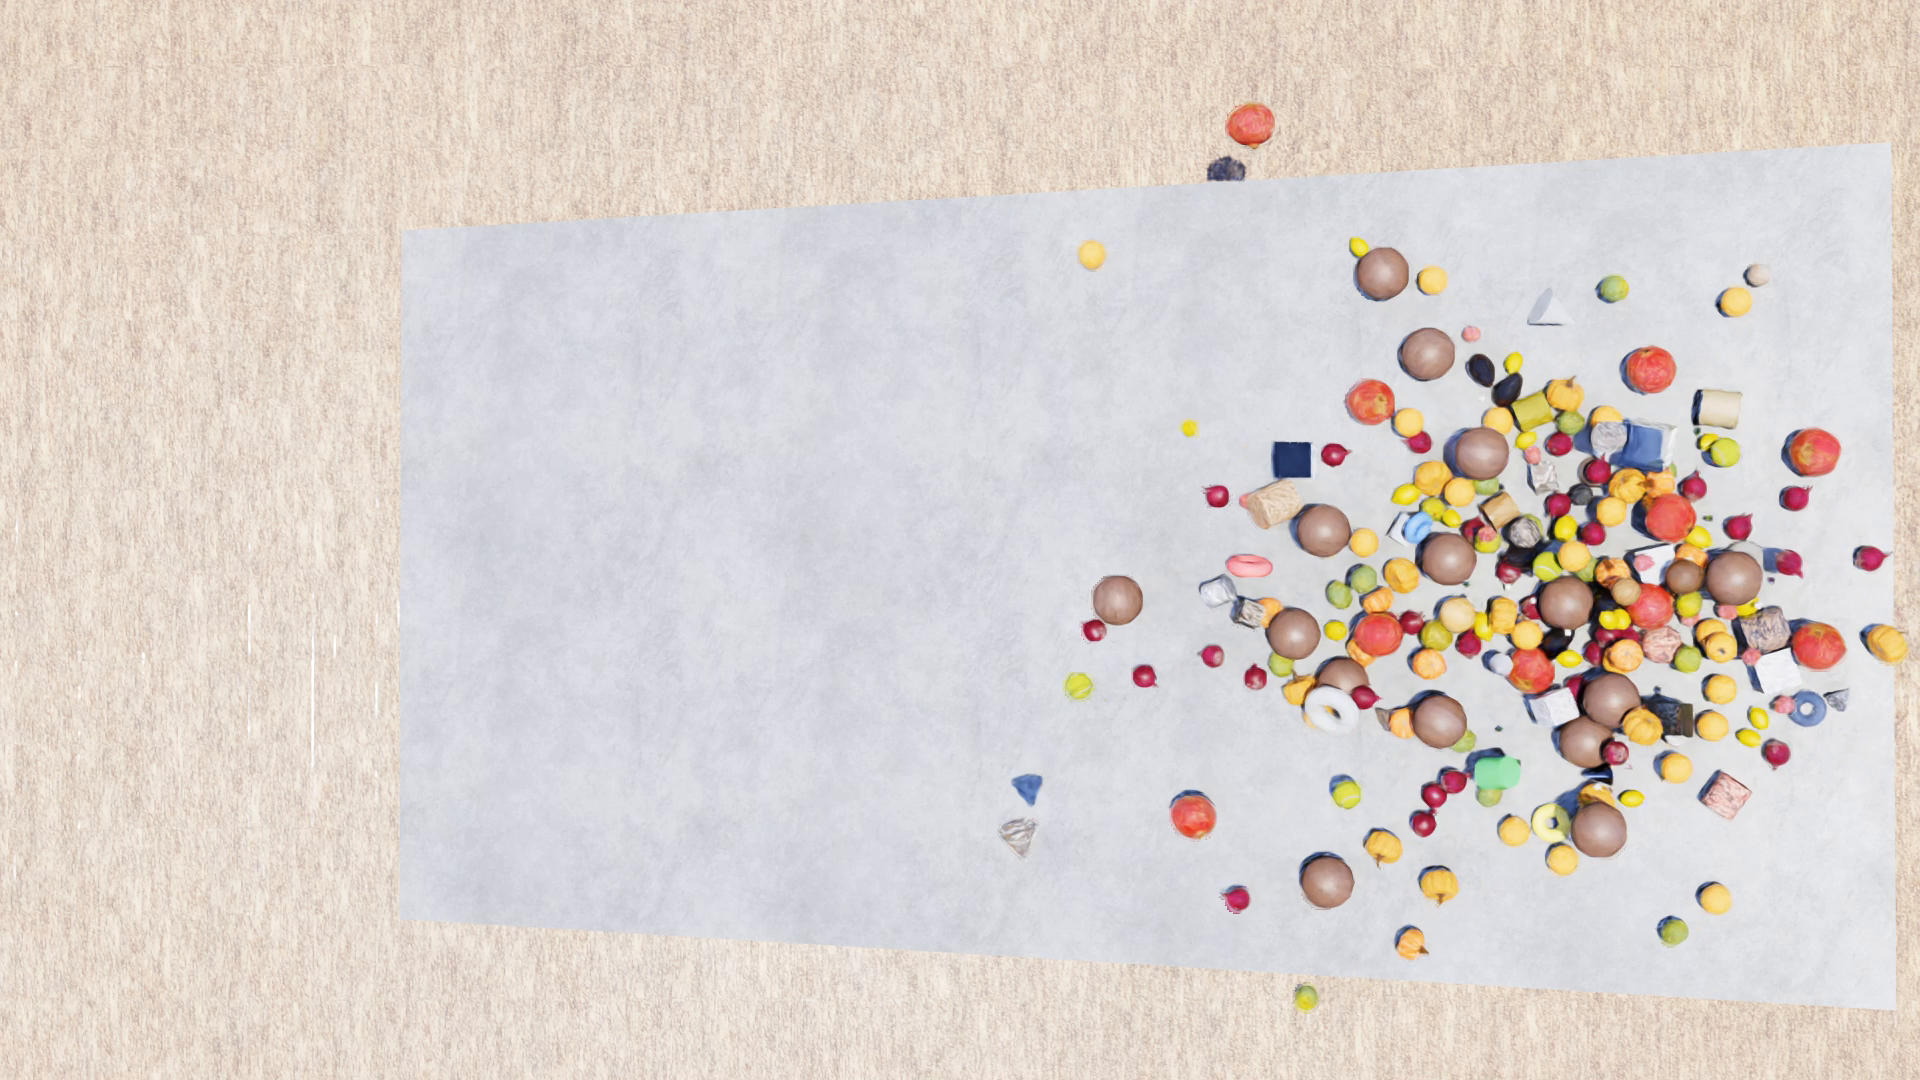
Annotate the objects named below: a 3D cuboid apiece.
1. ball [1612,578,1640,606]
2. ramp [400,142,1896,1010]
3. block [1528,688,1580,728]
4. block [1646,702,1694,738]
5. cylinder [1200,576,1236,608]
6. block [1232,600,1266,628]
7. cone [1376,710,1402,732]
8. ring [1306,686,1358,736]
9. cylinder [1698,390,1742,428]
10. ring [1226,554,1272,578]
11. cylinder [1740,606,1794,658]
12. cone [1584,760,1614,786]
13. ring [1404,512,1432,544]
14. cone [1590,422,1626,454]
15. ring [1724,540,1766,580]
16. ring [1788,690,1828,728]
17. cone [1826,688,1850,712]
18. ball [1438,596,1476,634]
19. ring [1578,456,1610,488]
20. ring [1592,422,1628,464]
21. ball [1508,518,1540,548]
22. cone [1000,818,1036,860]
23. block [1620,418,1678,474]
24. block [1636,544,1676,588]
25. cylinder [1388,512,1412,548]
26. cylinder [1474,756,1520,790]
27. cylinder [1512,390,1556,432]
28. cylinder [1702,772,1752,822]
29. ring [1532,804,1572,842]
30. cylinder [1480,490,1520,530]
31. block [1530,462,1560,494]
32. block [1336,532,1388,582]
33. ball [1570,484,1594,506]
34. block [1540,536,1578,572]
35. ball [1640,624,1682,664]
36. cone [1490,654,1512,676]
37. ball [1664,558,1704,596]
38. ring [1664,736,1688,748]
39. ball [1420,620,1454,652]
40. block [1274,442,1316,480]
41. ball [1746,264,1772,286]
[{"bbox_3d":[1.517,0.117,5.010,0.065,0.065,0.065,0,89,0],"label":"ball"},{"bbox_3d":[0.279,0.091,5.773,4.000,0.100,2.000,0,89,19],"label":"ramp"},{"bbox_3d":[1.411,0.399,5.221,0.072,0.072,0.072,-19,87,-18],"label":"block"},{"bbox_3d":[1.652,0.417,5.117,0.076,0.076,0.076,10,82,-42],"label":"block"},{"bbox_3d":[0.649,0.131,5.515,0.066,0.066,0.066,-23,89,33],"label":"cylinder"},{"bbox_3d":[0.712,0.183,5.422,0.055,0.055,0.055,19,80,-9],"label":"block"},{"bbox_3d":[1.068,0.432,5.425,0.060,0.060,0.060,-27,89,-10],"label":"cone"},{"bbox_3d":[0.904,0.416,5.347,0.140,0.140,0.047,42,50,1],"label":"ring"},{"bbox_3d":[1.783,-0.308,5.154,0.085,0.085,0.085,2,89,27],"label":"cylinder"},{"bbox_3d":[0.723,0.066,5.491,0.114,0.114,0.038,2,106,0],"label":"ring"},{"bbox_3d":[1.875,0.214,5.110,0.096,0.096,0.096,-21,89,18],"label":"cylinder"},{"bbox_3d":[1.516,0.559,5.239,0.067,0.067,0.067,-9,89,9],"label":"cone"},{"bbox_3d":[1.112,-0.030,5.338,0.084,0.084,0.028,-50,50,-1],"label":"ring"},{"bbox_3d":[1.516,-0.223,5.137,0.082,0.082,0.082,-7,66,16],"label":"cone"},{"bbox_3d":[1.841,0.047,5.158,0.093,0.031,0.093,0,89,18],"label":"ring"},{"bbox_3d":[1.969,0.392,5.110,0.087,0.029,0.087,0,91,19],"label":"ring"},{"bbox_3d":[2.042,0.360,5.087,0.054,0.054,0.054,-42,89,-13],"label":"cone"},{"bbox_3d":[1.203,0.181,5.314,0.089,0.089,0.089,0,89,0],"label":"ball"},{"bbox_3d":[1.522,-0.163,5.275,0.075,0.025,0.075,-1,86,17],"label":"ring"},{"bbox_3d":[1.560,-0.230,5.224,0.117,0.039,0.117,-4,130,-5],"label":"ring"},{"bbox_3d":[1.346,-0.016,5.243,0.073,0.073,0.073,0,89,0],"label":"ball"},{"bbox_3d":[0.140,0.697,5.031,0.086,0.086,0.086,-12,113,0],"label":"cone"},{"bbox_3d":[1.606,-0.221,5.128,0.098,0.098,0.098,15,108,25],"label":"block"},{"bbox_3d":[1.650,0.061,5.196,0.085,0.085,0.085,-13,85,19],"label":"block"},{"bbox_3d":[1.096,-0.024,5.401,0.066,0.066,0.066,32,100,0],"label":"cylinder"},{"bbox_3d":[1.278,0.554,5.229,0.077,0.077,0.077,7,78,-34],"label":"cylinder"},{"bbox_3d":[1.382,-0.310,5.298,0.079,0.079,0.079,-23,89,18],"label":"cylinder"},{"bbox_3d":[1.793,0.599,5.140,0.083,0.083,0.083,33,100,0],"label":"cylinder"},{"bbox_3d":[1.424,0.681,5.293,0.094,0.031,0.094,-2,85,25],"label":"ring"},{"bbox_3d":[1.304,-0.071,5.305,0.070,0.070,0.070,-33,89,6],"label":"cylinder"},{"bbox_3d":[1.407,-0.148,5.291,0.053,0.053,0.053,-13,60,18],"label":"block"},{"bbox_3d":[0.993,0.040,5.437,0.087,0.087,0.087,20,114,28],"label":"block"},{"bbox_3d":[1.490,-0.107,5.271,0.054,0.054,0.054,0,89,0],"label":"ball"},{"bbox_3d":[1.439,0.034,5.282,0.061,0.061,0.061,-47,74,13],"label":"block"},{"bbox_3d":[1.655,0.246,5.187,0.093,0.093,0.093,0,89,0],"label":"ball"},{"bbox_3d":[1.281,0.306,5.228,0.056,0.056,0.056,7,108,23],"label":"cone"},{"bbox_3d":[1.677,0.086,5.096,0.086,0.086,0.086,0,89,0],"label":"ball"},{"bbox_3d":[1.688,0.447,5.184,0.081,0.027,0.081,4,83,-36],"label":"ring"},{"bbox_3d":[1.164,0.234,5.366,0.080,0.080,0.080,0,89,0],"label":"ball"},{"bbox_3d":[0.837,-0.198,5.482,0.089,0.089,0.089,1,89,19],"label":"block"},{"bbox_3d":[1.870,-0.620,5.145,0.054,0.054,0.054,0,89,0],"label":"ball"}]
